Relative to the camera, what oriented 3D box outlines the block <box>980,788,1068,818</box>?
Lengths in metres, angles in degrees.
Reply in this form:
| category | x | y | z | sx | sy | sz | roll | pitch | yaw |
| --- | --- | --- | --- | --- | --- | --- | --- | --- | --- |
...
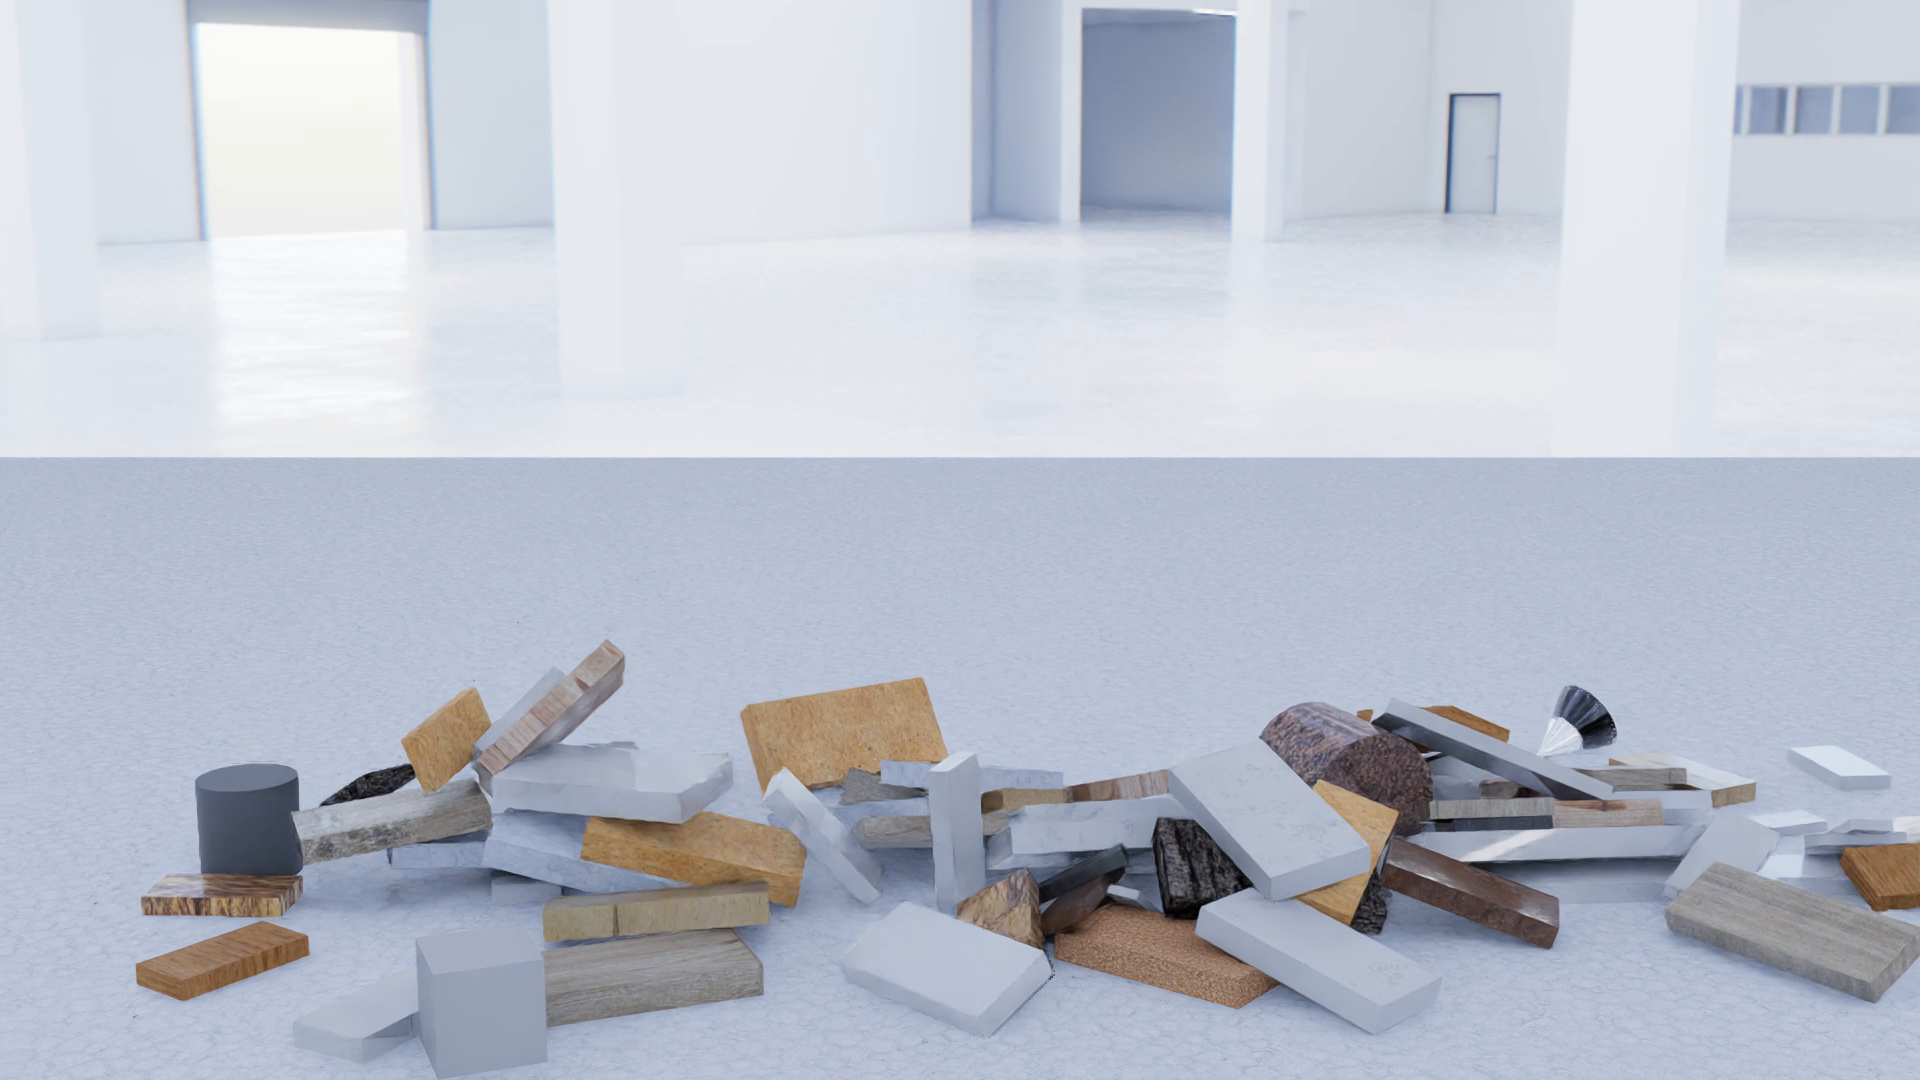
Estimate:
| category | x | y | z | sx | sy | sz | roll | pitch | yaw |
| --- | --- | --- | --- | --- | --- | --- | --- | --- | --- |
| block | 0.077 | 0.473 | 3.920 | 0.126 | 0.036 | 0.251 | 3 | -13 | -25 |

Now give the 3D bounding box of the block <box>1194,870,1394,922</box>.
| category | x | y | z | sx | sy | sz | roll | pitch | yaw |
| --- | --- | --- | --- | --- | --- | --- | --- | --- | --- |
| block | 0.516 | 0.552 | 3.554 | 0.325 | 0.046 | 0.162 | -4 | 39 | -19 |

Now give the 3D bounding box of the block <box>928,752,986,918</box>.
| category | x | y | z | sx | sy | sz | roll | pitch | yaw |
| --- | --- | --- | --- | --- | --- | --- | --- | --- | --- |
| block | -0.004 | 0.480 | 3.580 | 0.035 | 0.247 | 0.123 | 0 | 10 | 24 |

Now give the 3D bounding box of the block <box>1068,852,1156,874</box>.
| category | x | y | z | sx | sy | sz | roll | pitch | yaw |
| --- | --- | --- | --- | --- | --- | --- | --- | --- | --- |
| block | 0.276 | 0.549 | 3.725 | 0.172 | 0.024 | 0.086 | -2 | -16 | -10 |

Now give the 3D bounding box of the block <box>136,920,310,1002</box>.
| category | x | y | z | sx | sy | sz | roll | pitch | yaw |
| --- | --- | --- | --- | --- | --- | --- | --- | --- | --- |
| block | -1.116 | 0.636 | 3.334 | 0.113 | 0.032 | 0.226 | 7 | 13 | 35 |

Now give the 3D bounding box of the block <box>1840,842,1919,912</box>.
| category | x | y | z | sx | sy | sz | roll | pitch | yaw |
| --- | --- | --- | --- | --- | --- | --- | --- | --- | --- |
| block | 1.596 | 0.554 | 3.640 | 0.234 | 0.033 | 0.117 | -3 | 34 | -8 |

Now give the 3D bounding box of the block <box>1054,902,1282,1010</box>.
| category | x | y | z | sx | sy | sz | roll | pitch | yaw |
| --- | --- | --- | --- | --- | --- | --- | --- | --- | --- |
| block | 0.324 | 0.627 | 3.341 | 0.325 | 0.046 | 0.162 | 8 | 13 | 37 |

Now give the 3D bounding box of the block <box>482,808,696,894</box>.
| category | x | y | z | sx | sy | sz | roll | pitch | yaw |
| --- | --- | --- | --- | --- | --- | --- | --- | --- | --- |
| block | -0.588 | 0.521 | 3.627 | 0.356 | 0.050 | 0.178 | 14 | 16 | 0 |

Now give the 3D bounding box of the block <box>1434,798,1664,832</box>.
| category | x | y | z | sx | sy | sz | roll | pitch | yaw |
| --- | --- | --- | --- | --- | --- | --- | --- | --- | --- |
| block | 1.027 | 0.495 | 3.848 | 0.347 | 0.049 | 0.174 | -1 | -16 | -5 |

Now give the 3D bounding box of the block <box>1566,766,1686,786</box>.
| category | x | y | z | sx | sy | sz | roll | pitch | yaw |
| --- | --- | --- | --- | --- | --- | --- | --- | --- | --- |
| block | 1.251 | 0.444 | 4.150 | 0.209 | 0.030 | 0.104 | 1 | -3 | -20 |

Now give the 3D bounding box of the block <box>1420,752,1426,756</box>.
| category | x | y | z | sx | sy | sz | roll | pitch | yaw |
| --- | --- | --- | --- | --- | --- | --- | --- | --- | --- |
| block | 0.832 | 0.434 | 4.404 | 0.136 | 0.039 | 0.272 | 6 | 12 | 26 |

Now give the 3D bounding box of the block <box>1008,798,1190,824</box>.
| category | x | y | z | sx | sy | sz | roll | pitch | yaw |
| --- | --- | --- | --- | --- | --- | --- | --- | --- | --- |
| block | 0.272 | 0.494 | 3.852 | 0.352 | 0.050 | 0.176 | -2 | -15 | -10 |

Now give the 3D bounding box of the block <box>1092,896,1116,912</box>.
| category | x | y | z | sx | sy | sz | roll | pitch | yaw |
| --- | --- | --- | --- | --- | --- | --- | --- | --- | --- |
| block | 0.222 | 0.602 | 3.563 | 0.055 | 0.016 | 0.111 | 7 | 13 | 34 |

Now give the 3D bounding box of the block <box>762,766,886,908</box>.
| category | x | y | z | sx | sy | sz | roll | pitch | yaw |
| --- | --- | --- | --- | --- | --- | --- | --- | --- | --- |
| block | -0.223 | 0.491 | 3.642 | 0.035 | 0.247 | 0.123 | -42 | 7 | 8 |

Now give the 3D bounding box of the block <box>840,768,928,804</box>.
| category | x | y | z | sx | sy | sz | roll | pitch | yaw |
| --- | --- | --- | --- | --- | --- | --- | --- | --- | --- |
| block | -0.103 | 0.488 | 3.958 | 0.026 | 0.092 | 0.309 | 18 | -5 | -44 |

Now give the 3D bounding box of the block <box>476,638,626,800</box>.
| category | x | y | z | sx | sy | sz | roll | pitch | yaw |
| --- | --- | --- | --- | --- | --- | --- | --- | --- | --- |
| block | -0.703 | 0.311 | 3.789 | 0.304 | 0.043 | 0.152 | -44 | -10 | -24 |

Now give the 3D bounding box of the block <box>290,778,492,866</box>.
| category | x | y | z | sx | sy | sz | roll | pitch | yaw |
| --- | --- | --- | --- | --- | --- | --- | --- | --- | --- |
| block | -0.945 | 0.466 | 3.657 | 0.304 | 0.043 | 0.152 | -10 | 14 | -21 |

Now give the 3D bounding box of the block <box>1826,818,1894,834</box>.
| category | x | y | z | sx | sy | sz | roll | pitch | yaw |
| --- | --- | --- | --- | --- | --- | --- | --- | --- | --- |
| block | 1.533 | 0.501 | 3.754 | 0.069 | 0.020 | 0.138 | 2 | -19 | 2 |

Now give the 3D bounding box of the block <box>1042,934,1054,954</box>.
| category | x | y | z | sx | sy | sz | roll | pitch | yaw |
| --- | --- | --- | --- | --- | --- | --- | --- | --- | --- |
| block | 0.129 | 0.621 | 3.460 | 0.055 | 0.016 | 0.111 | -9 | 14 | -40 |

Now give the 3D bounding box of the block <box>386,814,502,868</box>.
| category | x | y | z | sx | sy | sz | roll | pitch | yaw |
| --- | --- | --- | --- | --- | --- | --- | --- | --- | --- |
| block | -0.816 | 0.510 | 3.734 | 0.304 | 0.043 | 0.152 | 2 | 10 | -20 |

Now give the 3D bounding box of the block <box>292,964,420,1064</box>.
| category | x | y | z | sx | sy | sz | roll | pitch | yaw |
| --- | --- | --- | --- | --- | --- | --- | --- | --- | --- |
| block | -0.810 | 0.671 | 3.134 | 0.127 | 0.036 | 0.254 | 6 | 12 | 28 |

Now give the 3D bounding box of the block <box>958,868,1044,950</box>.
| category | x | y | z | sx | sy | sz | roll | pitch | yaw |
| --- | --- | --- | --- | --- | --- | --- | --- | --- | --- |
| block | 0.060 | 0.592 | 3.371 | 0.126 | 0.036 | 0.251 | -29 | 12 | 6 |

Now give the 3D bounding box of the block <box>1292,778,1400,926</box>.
| category | x | y | z | sx | sy | sz | roll | pitch | yaw |
| --- | --- | --- | --- | --- | --- | --- | --- | --- | --- |
| block | 0.590 | 0.499 | 3.488 | 0.140 | 0.040 | 0.279 | 22 | 37 | 15 |

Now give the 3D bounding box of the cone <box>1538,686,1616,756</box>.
| category | x | y | z | sx | sy | sz | roll | pitch | yaw |
| --- | --- | --- | --- | --- | --- | --- | --- | --- | --- |
| cone | 1.230 | 0.402 | 4.493 | 0.152 | 0.152 | 0.152 | -34 | 24 | -20 |

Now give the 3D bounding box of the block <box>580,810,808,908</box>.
| category | x | y | z | sx | sy | sz | roll | pitch | yaw |
| --- | --- | --- | --- | --- | --- | --- | --- | --- | --- |
| block | -0.432 | 0.506 | 3.627 | 0.356 | 0.050 | 0.178 | 13 | 16 | -3 |

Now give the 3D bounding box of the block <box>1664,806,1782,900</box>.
| category | x | y | z | sx | sy | sz | roll | pitch | yaw |
| --- | --- | --- | --- | --- | --- | --- | --- | --- | --- |
| block | 1.246 | 0.530 | 3.593 | 0.103 | 0.029 | 0.205 | 28 | 51 | 30 |

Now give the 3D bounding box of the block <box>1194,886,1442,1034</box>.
| category | x | y | z | sx | sy | sz | roll | pitch | yaw |
| --- | --- | --- | --- | --- | --- | --- | --- | --- | --- |
| block | 0.525 | 0.611 | 3.240 | 0.325 | 0.046 | 0.162 | 24 | 23 | 38 |

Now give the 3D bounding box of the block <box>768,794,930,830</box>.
| category | x | y | z | sx | sy | sz | roll | pitch | yaw |
| --- | --- | --- | --- | --- | --- | --- | --- | --- | --- |
| block | -0.169 | 0.481 | 3.876 | 0.340 | 0.036 | 0.126 | -11 | -6 | 35 |

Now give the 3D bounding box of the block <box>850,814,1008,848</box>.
| category | x | y | z | sx | sy | sz | roll | pitch | yaw |
| --- | --- | --- | --- | --- | --- | --- | --- | --- | --- |
| block | -0.053 | 0.497 | 3.749 | 0.247 | 0.035 | 0.123 | 1 | -17 | -13 |

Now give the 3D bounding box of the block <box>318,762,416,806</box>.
| category | x | y | z | sx | sy | sz | roll | pitch | yaw |
| --- | --- | --- | --- | --- | --- | --- | --- | --- | --- |
| block | -1.087 | 0.460 | 4.034 | 0.100 | 0.028 | 0.201 | -13 | -12 | -43 |

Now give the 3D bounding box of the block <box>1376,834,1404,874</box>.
| category | x | y | z | sx | sy | sz | roll | pitch | yaw |
| --- | --- | --- | --- | --- | --- | --- | --- | --- | --- |
| block | 0.686 | 0.543 | 3.724 | 0.142 | 0.071 | 0.020 | -7 | 42 | -32 |

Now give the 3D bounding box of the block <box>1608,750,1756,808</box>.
| category | x | y | z | sx | sy | sz | roll | pitch | yaw |
| --- | --- | --- | --- | --- | --- | --- | --- | --- | --- |
| block | 1.397 | 0.462 | 4.260 | 0.127 | 0.036 | 0.255 | -6 | 12 | -28 |

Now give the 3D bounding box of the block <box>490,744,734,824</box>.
| category | x | y | z | sx | sy | sz | roll | pitch | yaw |
| --- | --- | --- | --- | --- | --- | --- | --- | --- | --- |
| block | -0.575 | 0.401 | 3.647 | 0.355 | 0.050 | 0.178 | 2 | 15 | 22 |

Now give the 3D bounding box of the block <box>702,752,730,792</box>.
| category | x | y | z | sx | sy | sz | roll | pitch | yaw |
| --- | --- | --- | --- | --- | --- | --- | --- | --- | --- |
| block | -0.499 | 0.456 | 4.316 | 0.092 | 0.026 | 0.184 | -1 | 11 | -6 |

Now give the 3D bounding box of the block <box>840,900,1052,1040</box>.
| category | x | y | z | sx | sy | sz | roll | pitch | yaw |
| --- | --- | --- | --- | --- | --- | --- | --- | --- | --- |
| block | -0.024 | 0.624 | 3.214 | 0.294 | 0.042 | 0.147 | 11 | 40 | 45 |

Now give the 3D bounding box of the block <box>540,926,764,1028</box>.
| category | x | y | z | sx | sy | sz | roll | pitch | yaw |
| --- | --- | --- | --- | --- | --- | --- | --- | --- | --- |
| block | -0.480 | 0.643 | 3.249 | 0.343 | 0.049 | 0.171 | -4 | 11 | -22 |
